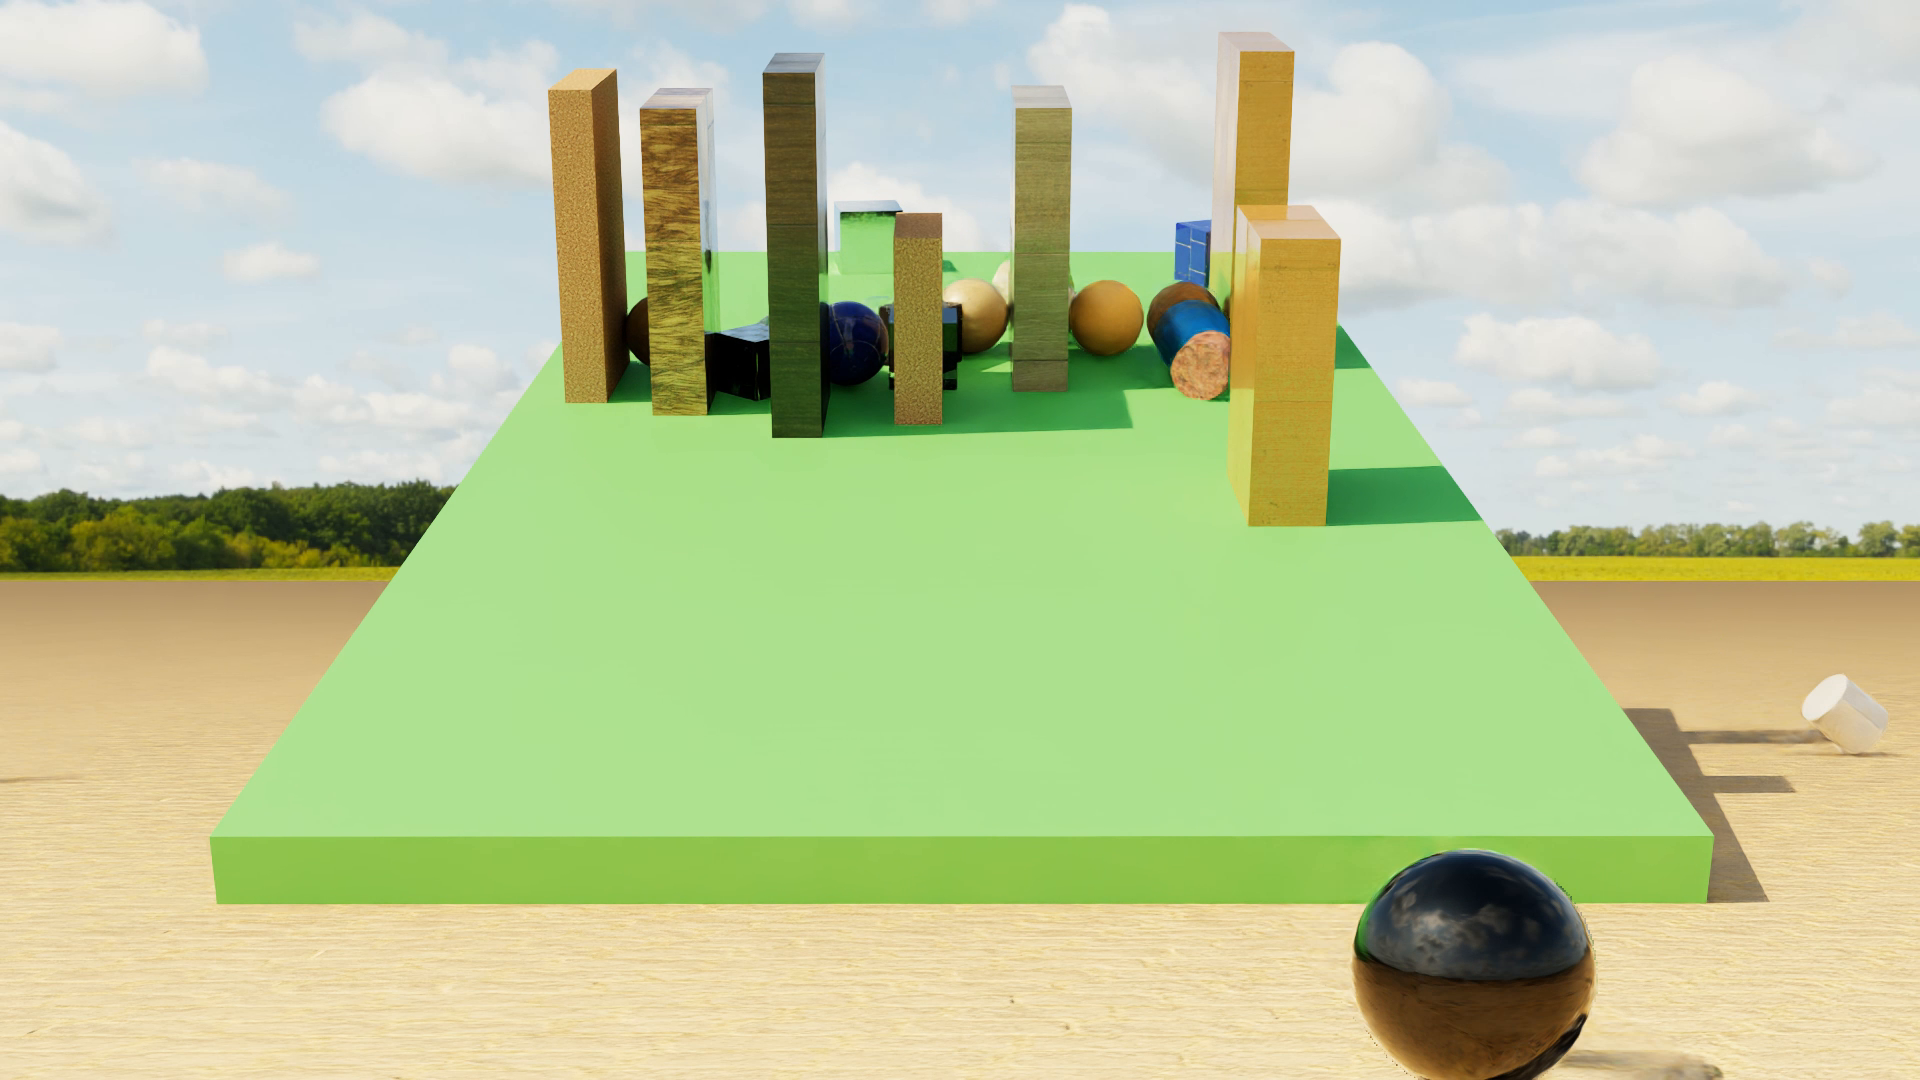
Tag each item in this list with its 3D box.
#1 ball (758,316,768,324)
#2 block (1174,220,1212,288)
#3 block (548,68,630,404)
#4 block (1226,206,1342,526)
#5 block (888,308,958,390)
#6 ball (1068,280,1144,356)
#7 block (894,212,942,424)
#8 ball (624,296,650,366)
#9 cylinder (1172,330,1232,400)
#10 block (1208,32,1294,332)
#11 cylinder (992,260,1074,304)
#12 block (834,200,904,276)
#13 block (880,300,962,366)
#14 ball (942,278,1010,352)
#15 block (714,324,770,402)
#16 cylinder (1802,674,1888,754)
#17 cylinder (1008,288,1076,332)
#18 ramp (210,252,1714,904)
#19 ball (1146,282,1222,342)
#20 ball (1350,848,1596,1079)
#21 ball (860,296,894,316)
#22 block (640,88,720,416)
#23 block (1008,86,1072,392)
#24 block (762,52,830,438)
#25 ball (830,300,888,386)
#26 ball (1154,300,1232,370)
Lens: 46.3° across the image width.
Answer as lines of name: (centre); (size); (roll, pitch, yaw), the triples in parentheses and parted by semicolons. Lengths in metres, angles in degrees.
ball: (-0.425, -0.466, 5.325); (0.148, 0.148, 0.148); (0, -1, 0)
block: (0.719, -0.811, 6.342); (0.161, 0.161, 0.161); (-9, 20, -25)
block: (-0.848, -0.705, 5.163); (0.094, 0.703, 0.392); (0, 18, 0)
block: (0.618, -0.341, 4.321); (0.146, 0.549, 0.351); (0, 18, 0)
block: (-0.086, -0.448, 5.257); (0.158, 0.158, 0.158); (0, 18, 0)
ball: (0.360, -0.547, 5.511); (0.185, 0.185, 0.185); (0, -1, 0)
block: (-0.091, -0.497, 4.998); (0.104, 0.414, 0.303); (0, 18, 0)
ball: (-0.711, -0.500, 5.372); (0.182, 0.182, 0.182); (0, -1, 0)
cylinder: (0.565, -0.402, 5.159); (0.134, 0.134, 0.134); (0, 17, 19)
block: (0.704, -0.833, 5.471); (0.125, 0.754, 0.440); (0, 18, 0)
cylinder: (0.188, -0.638, 5.825); (0.159, 0.159, 0.159); (12, 5, 30)
block: (-0.266, -0.880, 6.512); (0.182, 0.182, 0.182); (-3, 19, -8)
block: (-0.095, -0.498, 5.428); (0.143, 0.143, 0.143); (12, 22, 32)
ball: (0.029, -0.554, 5.531); (0.185, 0.185, 0.185); (0, -1, 0)
block: (-0.466, -0.412, 5.178); (0.138, 0.138, 0.138); (17, 25, 41)
cylinder: (2.151, 0.423, 5.451); (0.139, 0.139, 0.139); (39, -7, -8)
cylinder: (0.211, -0.572, 5.649); (0.143, 0.143, 0.143); (0, 16, 28)
ramp: (-0.004, -0.191, 4.894); (2.000, 0.100, 4.000); (0, 18, 0)
ball: (0.549, -0.539, 5.489); (0.184, 0.184, 0.184); (0, -1, 0)
ball: (0.441, 0.369, 1.931); (0.206, 0.206, 0.206); (0, -1, 0)
ball: (-0.198, -0.532, 5.533); (0.142, 0.142, 0.142); (0, -1, 0)
block: (-0.623, -0.652, 5.046); (0.121, 0.677, 0.349); (0, 18, 0)
block: (0.185, -0.716, 5.283); (0.126, 0.650, 0.406); (0, 18, 0)
block: (-0.350, -0.644, 4.868); (0.107, 0.773, 0.368); (0, 18, 0)
ball: (-0.263, -0.458, 5.222); (0.198, 0.198, 0.198); (0, -1, 0)
ball: (0.551, -0.478, 5.312); (0.181, 0.181, 0.181); (0, -1, 0)
